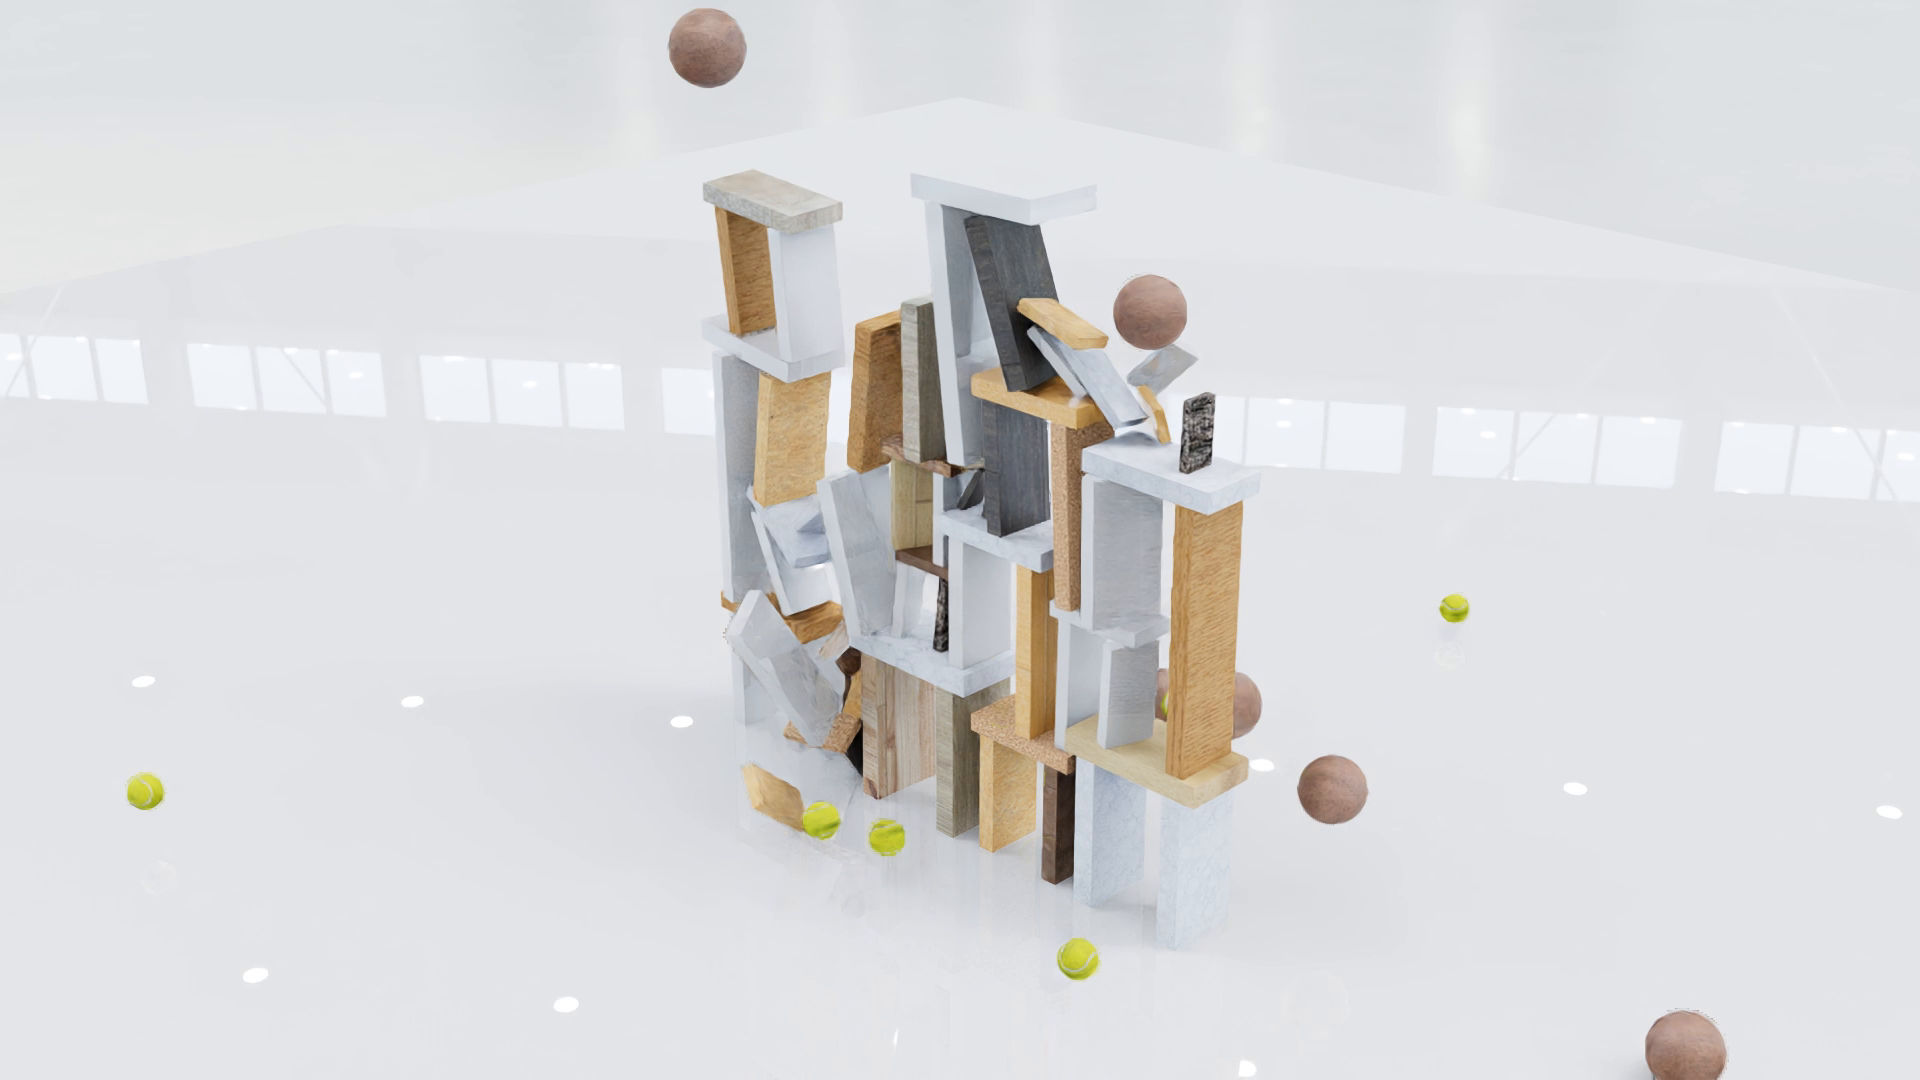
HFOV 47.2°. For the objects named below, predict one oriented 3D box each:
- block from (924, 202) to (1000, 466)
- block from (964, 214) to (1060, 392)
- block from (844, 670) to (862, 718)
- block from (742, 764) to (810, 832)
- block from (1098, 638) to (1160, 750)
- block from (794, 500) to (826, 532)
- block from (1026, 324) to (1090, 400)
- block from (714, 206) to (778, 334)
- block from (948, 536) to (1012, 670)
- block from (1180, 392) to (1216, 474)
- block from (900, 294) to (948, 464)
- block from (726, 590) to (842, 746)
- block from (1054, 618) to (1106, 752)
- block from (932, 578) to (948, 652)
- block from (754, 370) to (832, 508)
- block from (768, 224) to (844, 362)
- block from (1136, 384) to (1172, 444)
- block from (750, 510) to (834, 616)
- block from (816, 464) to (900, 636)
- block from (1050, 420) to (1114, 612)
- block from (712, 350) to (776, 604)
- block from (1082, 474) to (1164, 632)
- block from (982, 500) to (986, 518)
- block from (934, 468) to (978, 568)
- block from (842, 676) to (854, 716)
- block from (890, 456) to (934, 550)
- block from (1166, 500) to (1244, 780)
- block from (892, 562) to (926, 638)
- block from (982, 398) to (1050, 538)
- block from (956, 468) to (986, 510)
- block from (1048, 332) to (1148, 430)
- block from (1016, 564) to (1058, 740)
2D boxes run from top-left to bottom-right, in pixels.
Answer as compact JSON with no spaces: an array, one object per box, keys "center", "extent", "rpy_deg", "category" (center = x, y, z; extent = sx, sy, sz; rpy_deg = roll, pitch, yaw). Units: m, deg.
[{"center":[0.029,-0.390,4.030],"extent":[0.156,0.486,0.044],"rpy_deg":[-21,25,-39],"category":"block"},{"center":[0.107,-0.435,3.899],"extent":[0.044,0.312,0.156],"rpy_deg":[-5,15,39],"category":"block"},{"center":[-0.204,0.316,4.485],"extent":[0.045,0.091,0.013],"rpy_deg":[17,1,18],"category":"block"},{"center":[-0.354,0.499,4.246],"extent":[0.023,0.082,0.257],"rpy_deg":[-22,-22,9],"category":"block"},{"center":[0.303,0.272,3.960],"extent":[0.102,0.203,0.029],"rpy_deg":[-11,29,-25],"category":"block"},{"center":[-0.269,-0.052,4.446],"extent":[0.082,0.023,0.165],"rpy_deg":[-3,-16,-26],"category":"block"},{"center":[0.190,-0.322,3.876],"extent":[0.154,0.022,0.077],"rpy_deg":[52,40,9],"category":"block"},{"center":[-0.416,-0.559,4.435],"extent":[0.132,0.264,0.037],"rpy_deg":[-21,25,-37],"category":"block"},{"center":[0.039,0.104,4.229],"extent":[0.038,0.267,0.134],"rpy_deg":[21,31,41],"category":"block"},{"center":[0.401,-0.180,3.709],"extent":[0.064,0.128,0.018],"rpy_deg":[-21,32,-40],"category":"block"},{"center":[-0.038,-0.312,4.135],"extent":[0.043,0.305,0.153],"rpy_deg":[20,30,41],"category":"block"},{"center":[-0.346,0.257,4.369],"extent":[0.032,0.359,0.114],"rpy_deg":[-1,49,31],"category":"block"},{"center":[0.224,0.255,4.085],"extent":[0.102,0.268,0.029],"rpy_deg":[-22,32,-40],"category":"block"},{"center":[-0.010,0.134,4.291],"extent":[0.081,0.161,0.023],"rpy_deg":[-21,37,-40],"category":"block"},{"center":[-0.343,-0.217,4.489],"extent":[0.145,0.290,0.041],"rpy_deg":[-16,37,-33],"category":"block"},{"center":[-0.301,-0.493,4.317],"extent":[0.132,0.264,0.037],"rpy_deg":[-21,27,-36],"category":"block"},{"center":[0.340,-0.222,3.871],"extent":[0.018,0.064,0.128],"rpy_deg":[-18,25,-3],"category":"block"},{"center":[-0.353,0.034,4.621],"extent":[0.114,0.229,0.032],"rpy_deg":[-20,5,-39],"category":"block"},{"center":[-0.184,0.016,4.368],"extent":[0.153,0.318,0.043],"rpy_deg":[-23,17,-40],"category":"block"},{"center":[0.223,-0.056,3.946],"extent":[0.037,0.351,0.130],"rpy_deg":[17,28,41],"category":"block"},{"center":[-0.434,-0.141,4.608],"extent":[0.145,0.551,0.041],"rpy_deg":[-15,28,-30],"category":"block"},{"center":[0.286,0.013,3.875],"extent":[0.140,0.280,0.040],"rpy_deg":[-11,24,-24],"category":"block"},{"center":[0.072,-0.094,4.118],"extent":[0.015,0.107,0.054],"rpy_deg":[31,35,27],"category":"block"},{"center":[-0.009,-0.051,4.220],"extent":[0.027,0.187,0.094],"rpy_deg":[21,30,40],"category":"block"},{"center":[-0.234,0.321,4.588],"extent":[0.013,0.091,0.045],"rpy_deg":[5,-14,3],"category":"block"},{"center":[-0.087,-0.078,4.285],"extent":[0.094,0.187,0.027],"rpy_deg":[-8,24,-19],"category":"block"},{"center":[0.425,0.162,3.826],"extent":[0.040,0.512,0.140],"rpy_deg":[20,30,40],"category":"block"},{"center":[-0.101,0.107,4.356],"extent":[0.023,0.161,0.081],"rpy_deg":[17,27,22],"category":"block"},{"center":[0.105,-0.147,4.046],"extent":[0.130,0.259,0.037],"rpy_deg":[-20,27,-38],"category":"block"},{"center":[0.037,-0.103,4.150],"extent":[0.054,0.107,0.015],"rpy_deg":[-22,64,-42],"category":"block"},{"center":[0.241,-0.292,3.853],"extent":[0.077,0.022,0.222],"rpy_deg":[-13,64,-47],"category":"block"},{"center":[0.165,0.192,4.127],"extent":[0.134,0.351,0.038],"rpy_deg":[-21,31,-40],"category":"block"}]
